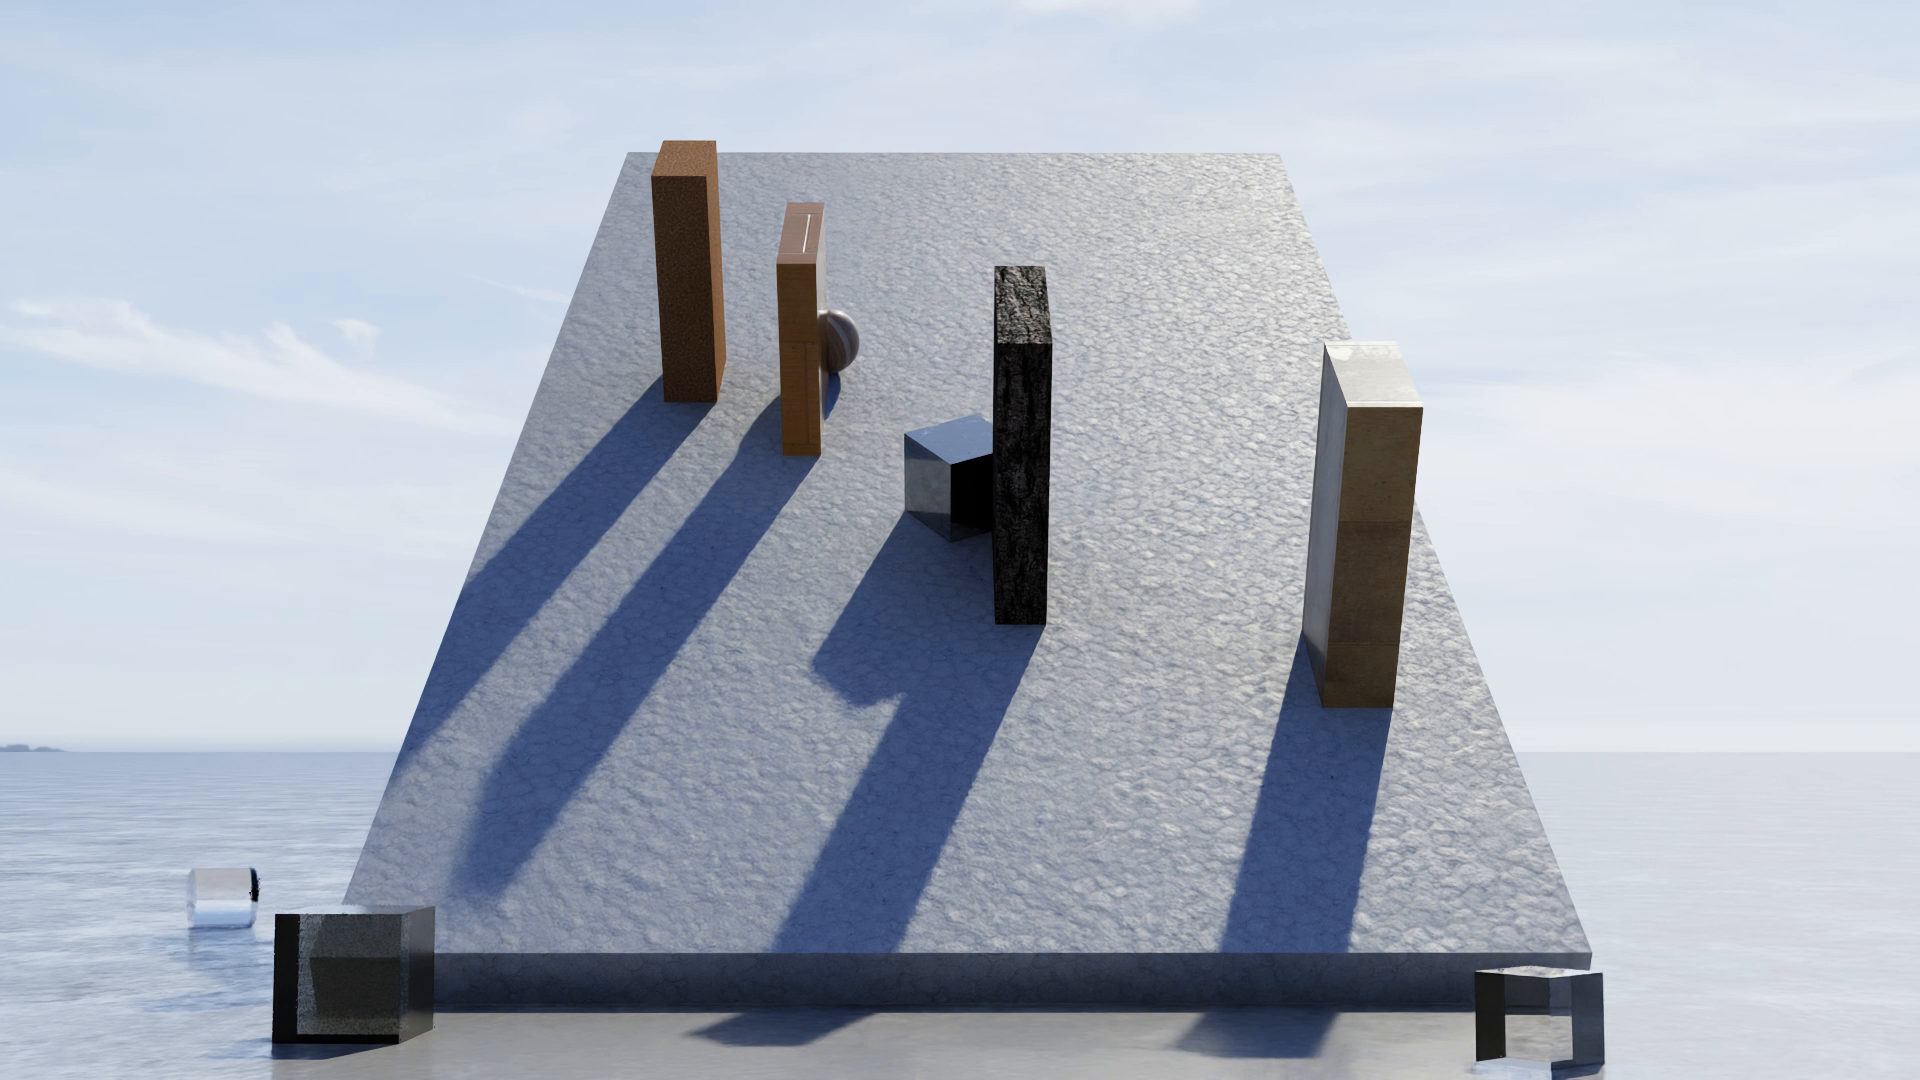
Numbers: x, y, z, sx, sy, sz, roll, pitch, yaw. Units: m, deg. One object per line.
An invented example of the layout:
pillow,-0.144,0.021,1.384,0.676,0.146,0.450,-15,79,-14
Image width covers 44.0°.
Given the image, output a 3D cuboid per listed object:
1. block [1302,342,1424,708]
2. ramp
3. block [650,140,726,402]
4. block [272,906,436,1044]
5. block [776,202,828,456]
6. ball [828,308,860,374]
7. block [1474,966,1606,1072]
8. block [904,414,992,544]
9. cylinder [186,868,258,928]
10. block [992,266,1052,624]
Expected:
block,0.737,-0.028,4.395,0.131,0.610,0.295,0,27,0
ramp,-0.011,-0.225,5.543,2.000,0.100,4.000,0,27,0
block,-0.637,-0.634,5.612,0.125,0.559,0.260,0,27,0
block,-0.858,0.614,3.376,0.178,0.178,0.178,0,-5,3
block,-0.357,-0.486,5.437,0.086,0.460,0.397,0,27,0
ball,-0.322,-0.482,5.753,0.160,0.160,0.160,0,-5,0
block,0.754,0.621,3.093,0.117,0.117,0.117,4,-6,-40
block,0.008,-0.133,5.057,0.183,0.183,0.183,-16,32,-29
cylinder,-1.671,0.810,5.383,0.134,0.134,0.134,3,-6,-27
block,0.120,-0.192,4.721,0.101,0.598,0.402,0,27,0
